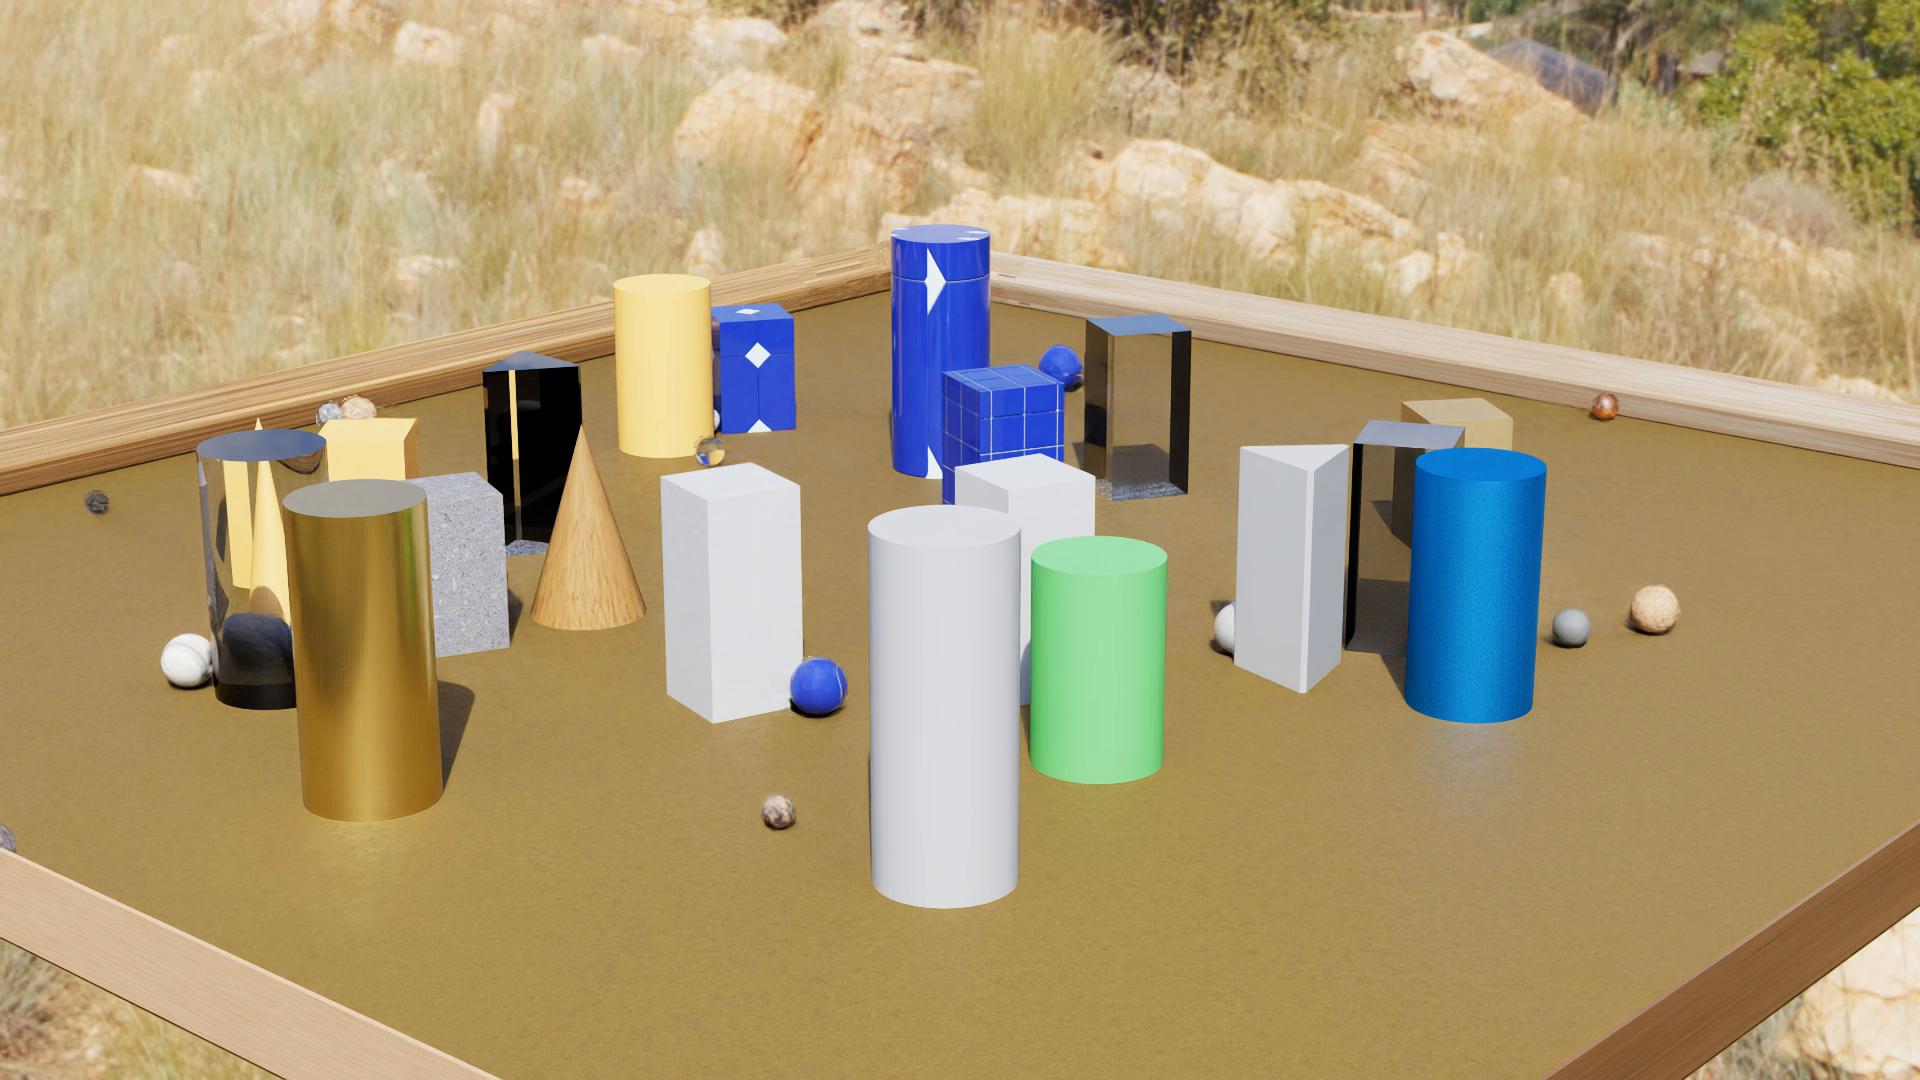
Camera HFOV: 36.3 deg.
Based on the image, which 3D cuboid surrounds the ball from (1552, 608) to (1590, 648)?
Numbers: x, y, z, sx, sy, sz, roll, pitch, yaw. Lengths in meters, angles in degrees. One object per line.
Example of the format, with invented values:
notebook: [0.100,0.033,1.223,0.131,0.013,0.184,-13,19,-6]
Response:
ball: [1.013,0.145,4.861,0.064,0.064,0.064,0,17,0]

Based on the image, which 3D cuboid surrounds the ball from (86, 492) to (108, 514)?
ball: [-1.653,-0.071,5.619,0.040,0.040,0.040,0,17,0]

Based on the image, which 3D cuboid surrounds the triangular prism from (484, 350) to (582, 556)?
triangular prism: [-0.789,-0.163,5.393,0.172,0.348,0.149,-4,17,-15]

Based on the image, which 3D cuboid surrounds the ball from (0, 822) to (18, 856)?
ball: [-1.307,0.416,3.919,0.089,0.089,0.089,0,17,0]

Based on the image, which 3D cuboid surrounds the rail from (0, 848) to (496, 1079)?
rail: [-1.227,0.440,3.766,3.665,0.129,0.045,14,22,39]

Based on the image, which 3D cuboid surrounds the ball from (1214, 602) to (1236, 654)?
ball: [0.461,0.145,4.820,0.088,0.088,0.088,0,17,0]

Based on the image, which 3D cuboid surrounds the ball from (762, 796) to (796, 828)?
ball: [-0.253,0.381,4.111,0.046,0.046,0.046,0,17,0]

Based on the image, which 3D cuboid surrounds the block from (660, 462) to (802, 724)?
block: [-0.355,0.080,4.568,0.159,0.358,0.159,-10,20,-30]

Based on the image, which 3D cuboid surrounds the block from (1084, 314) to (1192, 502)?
block: [0.347,-0.261,5.751,0.159,0.329,0.159,-5,18,-17]

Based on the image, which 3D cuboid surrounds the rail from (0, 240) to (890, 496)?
rail: [-1.366,-0.310,6.255,0.045,0.129,3.791,14,22,39]

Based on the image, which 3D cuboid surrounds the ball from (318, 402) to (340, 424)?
ball: [-1.343,-0.266,6.250,0.052,0.052,0.052,0,17,0]

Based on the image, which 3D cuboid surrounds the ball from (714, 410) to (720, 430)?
ball: [-0.535,-0.253,6.198,0.055,0.055,0.055,0,17,0]

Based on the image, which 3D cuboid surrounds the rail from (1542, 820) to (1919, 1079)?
rail: [1.366,0.374,3.984,0.045,0.129,3.791,14,22,39]

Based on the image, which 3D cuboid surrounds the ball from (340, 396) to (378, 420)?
ball: [-1.271,-0.265,6.200,0.077,0.077,0.077,0,17,0]

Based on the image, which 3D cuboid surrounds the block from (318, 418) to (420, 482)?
block: [-1.068,-0.081,5.300,0.159,0.244,0.159,-1,17,-2]

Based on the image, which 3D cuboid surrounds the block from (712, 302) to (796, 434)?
block: [-0.448,-0.367,6.255,0.159,0.241,0.159,-5,17,-15]

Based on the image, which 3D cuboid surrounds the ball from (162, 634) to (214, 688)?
ball: [-1.228,0.192,4.668,0.086,0.086,0.086,0,17,0]

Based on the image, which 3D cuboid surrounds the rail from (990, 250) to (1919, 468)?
rail: [1.227,-0.375,6.473,3.665,0.129,0.045,14,22,39]

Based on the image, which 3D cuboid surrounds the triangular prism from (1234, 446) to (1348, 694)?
triangular prism: [0.558,0.035,4.704,0.149,0.366,0.172,-11,20,-32]

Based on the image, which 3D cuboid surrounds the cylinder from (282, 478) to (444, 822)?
cylinder: [-0.846,0.155,4.165,0.199,0.447,0.199,0,17,0]

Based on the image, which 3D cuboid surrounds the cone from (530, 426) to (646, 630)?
cone: [-0.639,-0.036,4.997,0.199,0.334,0.199,0,17,0]

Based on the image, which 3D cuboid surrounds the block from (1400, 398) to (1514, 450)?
block: [0.918,-0.126,5.456,0.159,0.240,0.159,-3,17,-11]

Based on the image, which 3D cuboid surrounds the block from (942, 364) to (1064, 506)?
block: [0.074,-0.097,5.111,0.159,0.383,0.159,-7,18,-23]

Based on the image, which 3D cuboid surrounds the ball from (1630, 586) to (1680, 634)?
ball: [1.168,0.117,4.927,0.081,0.081,0.081,0,17,0]

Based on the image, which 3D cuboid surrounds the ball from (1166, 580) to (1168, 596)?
ball: [0.319,0.083,5.044,0.078,0.078,0.078,0,17,0]

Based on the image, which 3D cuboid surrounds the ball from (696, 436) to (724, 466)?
ball: [-0.507,-0.180,5.948,0.059,0.059,0.059,0,17,0]

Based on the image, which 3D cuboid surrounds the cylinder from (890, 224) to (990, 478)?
cylinder: [-0.039,-0.380,5.887,0.199,0.477,0.199,0,17,0]

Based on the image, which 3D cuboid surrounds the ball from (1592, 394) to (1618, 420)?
ball: [1.388,-0.287,6.307,0.057,0.057,0.057,0,17,0]

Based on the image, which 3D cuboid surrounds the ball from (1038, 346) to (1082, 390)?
ball: [0.223,-0.383,6.553,0.099,0.099,0.099,0,17,0]

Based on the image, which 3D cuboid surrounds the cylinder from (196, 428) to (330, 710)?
cylinder: [-1.084,0.045,4.610,0.199,0.401,0.199,0,17,0]

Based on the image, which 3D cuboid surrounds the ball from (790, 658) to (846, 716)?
ball: [-0.220,0.227,4.545,0.089,0.089,0.089,0,17,0]

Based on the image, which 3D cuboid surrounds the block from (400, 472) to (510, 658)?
block: [-0.853,0.041,4.862,0.159,0.263,0.159,-8,18,-24]

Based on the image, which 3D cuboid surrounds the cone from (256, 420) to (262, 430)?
cone: [-1.195,-0.049,5.039,0.199,0.334,0.199,0,17,0]

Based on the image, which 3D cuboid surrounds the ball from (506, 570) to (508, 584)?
ball: [-0.827,0.064,5.103,0.080,0.080,0.080,0,17,0]

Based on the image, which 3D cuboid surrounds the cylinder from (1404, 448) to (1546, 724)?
cylinder: [0.800,0.069,4.556,0.199,0.387,0.199,0,17,0]

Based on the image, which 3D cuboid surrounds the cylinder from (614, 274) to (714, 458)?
cylinder: [-0.611,-0.361,6.060,0.199,0.343,0.199,0,17,0]

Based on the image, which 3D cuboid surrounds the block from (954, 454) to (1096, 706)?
block: [0.101,0.062,4.635,0.159,0.353,0.159,-10,19,-30]

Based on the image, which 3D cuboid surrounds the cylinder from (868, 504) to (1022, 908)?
cylinder: [-0.020,0.219,3.872,0.199,0.494,0.199,0,17,0]

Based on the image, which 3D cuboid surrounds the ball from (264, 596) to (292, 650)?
ball: [-1.105,0.138,4.847,0.087,0.087,0.087,0,17,0]

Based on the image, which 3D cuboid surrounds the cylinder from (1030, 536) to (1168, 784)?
cylinder: [0.203,0.175,4.323,0.199,0.318,0.199,0,17,0]

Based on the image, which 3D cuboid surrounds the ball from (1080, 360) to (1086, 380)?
ball: [0.303,-0.380,6.599,0.067,0.067,0.067,0,17,0]

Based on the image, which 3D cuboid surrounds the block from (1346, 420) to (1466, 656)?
block: [0.736,-0.002,4.846,0.159,0.355,0.159,5,18,16]
